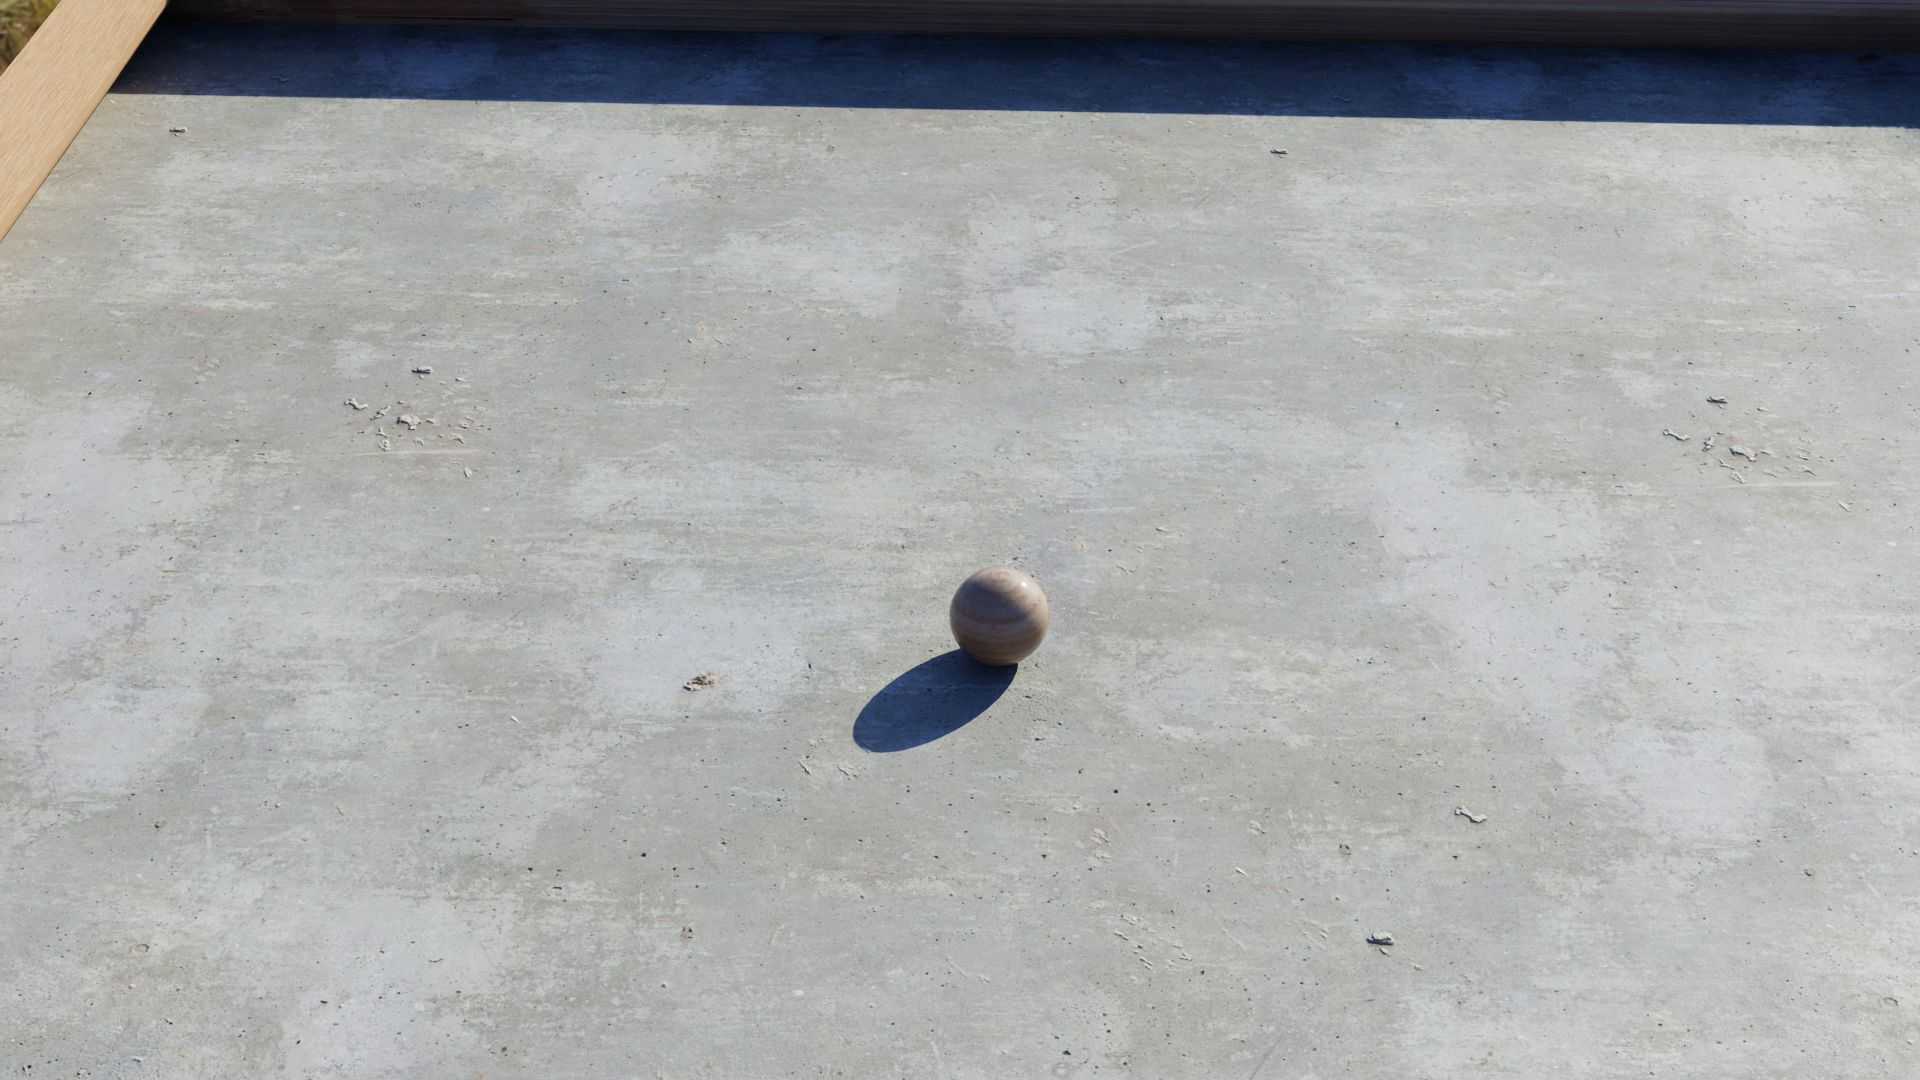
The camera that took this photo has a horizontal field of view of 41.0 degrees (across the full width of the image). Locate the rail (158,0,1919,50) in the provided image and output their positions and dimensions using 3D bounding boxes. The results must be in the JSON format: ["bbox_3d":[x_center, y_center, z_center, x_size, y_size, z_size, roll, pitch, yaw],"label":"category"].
[{"bbox_3d":[0.870,-0.507,2.424,3.334,0.115,0.045,1,36,2],"label":"rail"}]

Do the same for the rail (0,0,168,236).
[{"bbox_3d":[-0.809,-0.040,1.771,0.045,0.115,1.795,1,36,2],"label":"rail"}]

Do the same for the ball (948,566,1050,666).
[{"bbox_3d":[0.026,0.050,1.688,0.066,0.066,0.066,0,36,0],"label":"ball"}]
